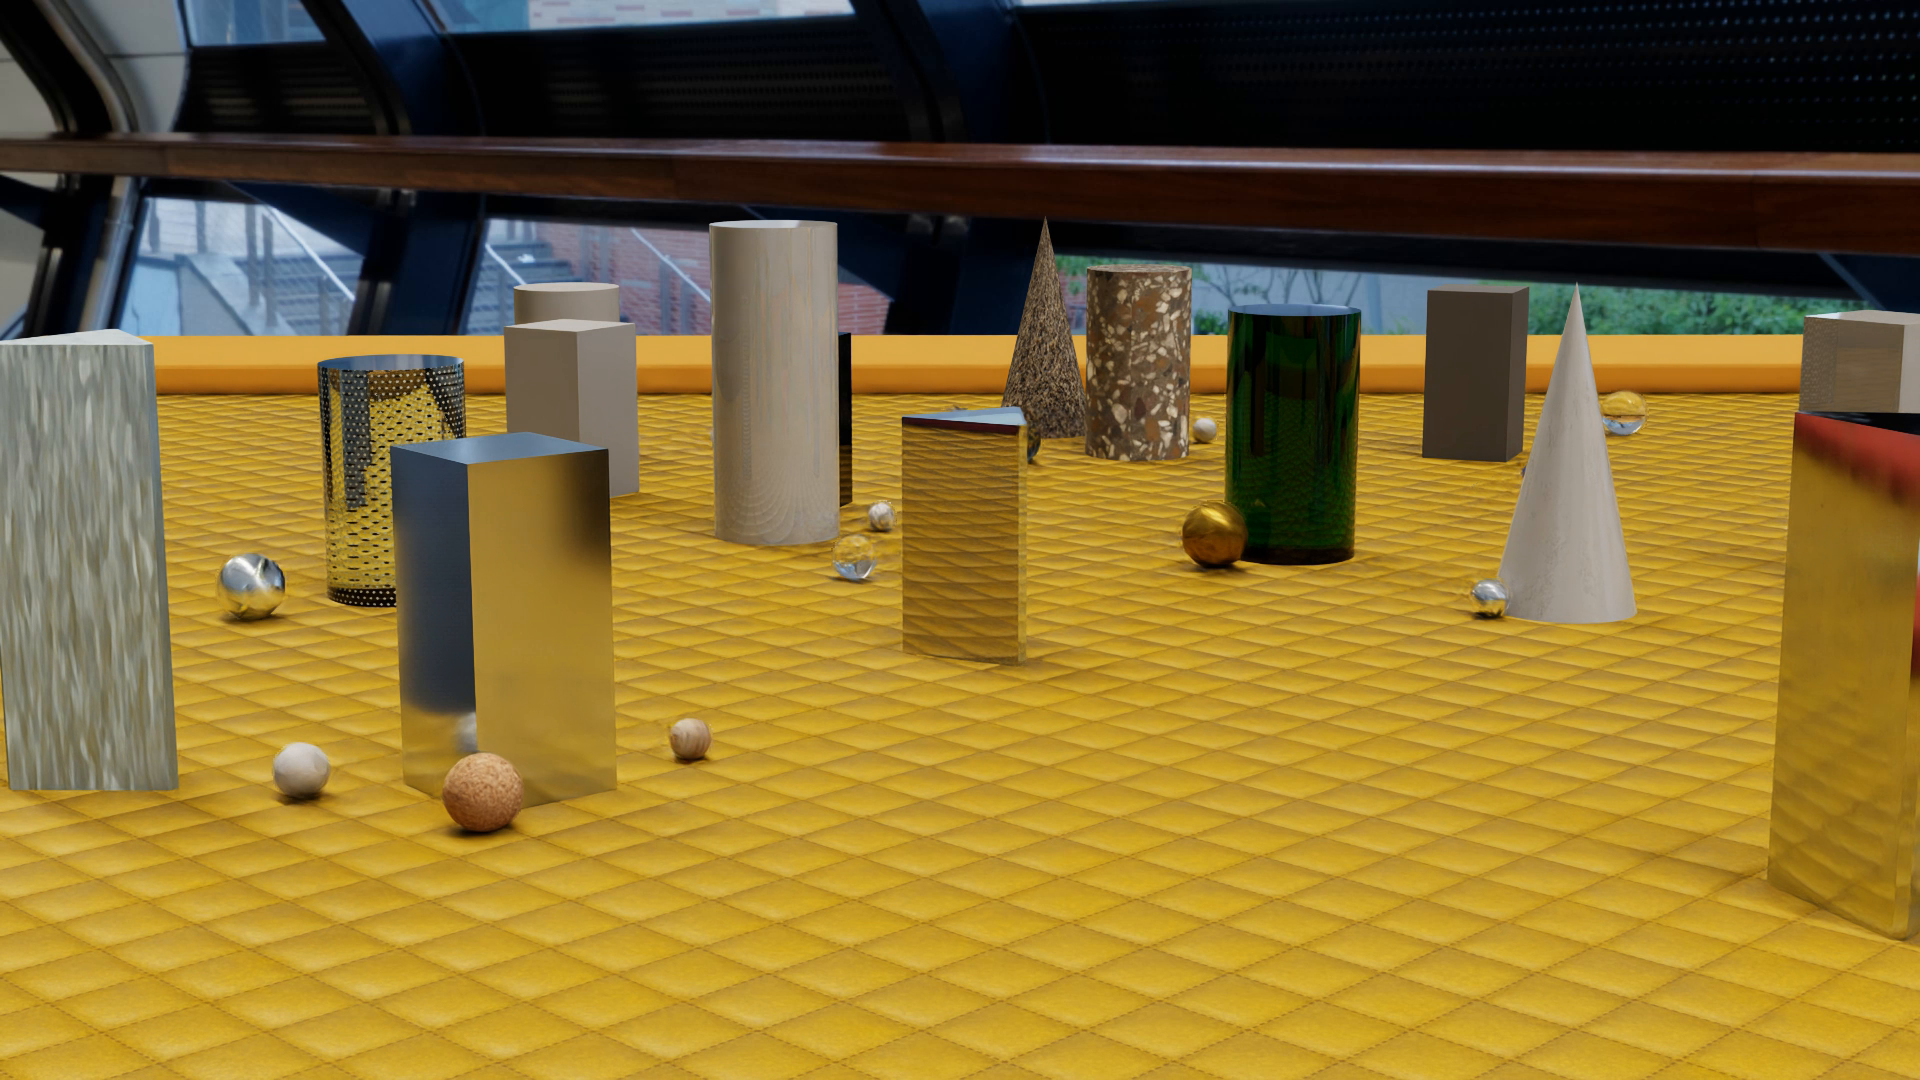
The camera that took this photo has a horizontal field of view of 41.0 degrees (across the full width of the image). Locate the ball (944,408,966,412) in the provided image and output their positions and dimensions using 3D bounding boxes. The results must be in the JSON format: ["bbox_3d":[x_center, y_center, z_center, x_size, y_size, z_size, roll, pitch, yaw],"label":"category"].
[{"bbox_3d":[-0.007,-0.203,4.820,0.094,0.094,0.094,0,10,0],"label":"ball"}]

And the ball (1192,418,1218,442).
[{"bbox_3d":[0.477,-0.214,5.003,0.049,0.049,0.049,0,10,0],"label":"ball"}]

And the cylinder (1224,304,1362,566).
[{"bbox_3d":[0.497,-0.161,3.843,0.197,0.368,0.197,0,10,0],"label":"cylinder"}]

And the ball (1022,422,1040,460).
[{"bbox_3d":[0.112,-0.184,4.771,0.075,0.075,0.075,0,10,0],"label":"ball"}]

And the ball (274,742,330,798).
[{"bbox_3d":[-0.661,0.232,2.579,0.056,0.056,0.056,0,10,0],"label":"ball"}]

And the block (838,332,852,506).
[{"bbox_3d":[-0.282,-0.197,4.259,0.158,0.287,0.158,4,11,19],"label":"block"}]

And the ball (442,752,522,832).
[{"bbox_3d":[-0.459,0.243,2.467,0.076,0.076,0.076,0,10,0],"label":"ball"}]

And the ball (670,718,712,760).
[{"bbox_3d":[-0.286,0.211,2.722,0.045,0.045,0.045,0,10,0],"label":"ball"}]

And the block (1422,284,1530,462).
[{"bbox_3d":[0.972,-0.317,4.832,0.158,0.314,0.158,4,11,23],"label":"block"}]

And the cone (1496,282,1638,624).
[{"bbox_3d":[0.818,-0.125,3.444,0.197,0.443,0.197,0,10,0],"label":"cone"}]

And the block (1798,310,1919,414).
[{"bbox_3d":[1.305,-0.129,3.650,0.158,0.376,0.158,-8,13,-37],"label":"block"}]

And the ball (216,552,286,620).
[{"bbox_3d":[-0.942,0.061,3.409,0.089,0.089,0.089,0,10,0],"label":"ball"}]

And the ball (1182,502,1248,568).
[{"bbox_3d":[0.372,-0.006,3.751,0.097,0.097,0.097,0,10,0],"label":"ball"}]

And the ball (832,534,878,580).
[{"bbox_3d":[-0.150,0.025,3.672,0.065,0.065,0.065,0,10,0],"label":"ball"}]

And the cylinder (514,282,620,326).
[{"bbox_3d":[-0.740,-0.322,4.855,0.197,0.315,0.197,0,10,0],"label":"cylinder"}]

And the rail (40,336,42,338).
[{"bbox_3d":[-2.015,0.035,3.437,0.045,0.128,4.698,0,10,0],"label":"rail"}]

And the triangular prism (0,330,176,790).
[{"bbox_3d":[-0.883,0.017,2.644,0.171,0.455,0.148,0,10,1],"label":"triangular prism"}]

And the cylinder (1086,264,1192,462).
[{"bbox_3d":[0.336,-0.337,4.842,0.197,0.351,0.197,0,10,0],"label":"cylinder"}]

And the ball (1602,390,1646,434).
[{"bbox_3d":[1.322,-0.253,5.109,0.088,0.088,0.088,0,10,0],"label":"ball"}]

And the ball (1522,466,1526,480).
[{"bbox_3d":[1.003,-0.115,4.492,0.040,0.040,0.040,0,10,0],"label":"ball"}]

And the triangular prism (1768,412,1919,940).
[{"bbox_3d":[0.787,0.107,2.232,0.148,0.428,0.171,8,13,38],"label":"triangular prism"}]

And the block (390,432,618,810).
[{"bbox_3d":[-0.460,0.080,2.591,0.158,0.350,0.158,-9,14,-39],"label":"block"}]

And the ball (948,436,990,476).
[{"bbox_3d":[0.017,-0.151,4.599,0.073,0.073,0.073,0,10,0],"label":"ball"}]

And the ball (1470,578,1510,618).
[{"bbox_3d":[0.706,0.078,3.419,0.053,0.053,0.053,0,10,0],"label":"ball"}]

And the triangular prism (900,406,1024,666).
[{"bbox_3d":[0.037,-0.011,3.222,0.171,0.298,0.148,6,12,28],"label":"triangular prism"}]

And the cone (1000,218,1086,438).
[{"bbox_3d":[0.169,-0.431,5.121,0.197,0.432,0.197,0,10,0],"label":"cone"}]

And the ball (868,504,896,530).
[{"bbox_3d":[-0.124,-0.036,4.059,0.044,0.044,0.044,0,10,0],"label":"ball"}]

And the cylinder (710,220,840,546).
[{"bbox_3d":[-0.287,-0.248,3.991,0.197,0.485,0.197,0,10,0],"label":"cylinder"}]

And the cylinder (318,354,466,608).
[{"bbox_3d":[-0.783,-0.086,3.556,0.197,0.324,0.197,0,10,0],"label":"cylinder"}]

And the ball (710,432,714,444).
[{"bbox_3d":[-0.460,-0.199,4.944,0.042,0.042,0.042,0,10,0],"label":"ball"}]

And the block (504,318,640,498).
[{"bbox_3d":[-0.663,-0.222,4.385,0.158,0.291,0.158,6,12,30],"label":"block"}]

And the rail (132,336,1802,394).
[{"bbox_3d":[-0.013,-0.391,5.735,4.077,0.128,0.045,0,10,0],"label":"rail"}]
